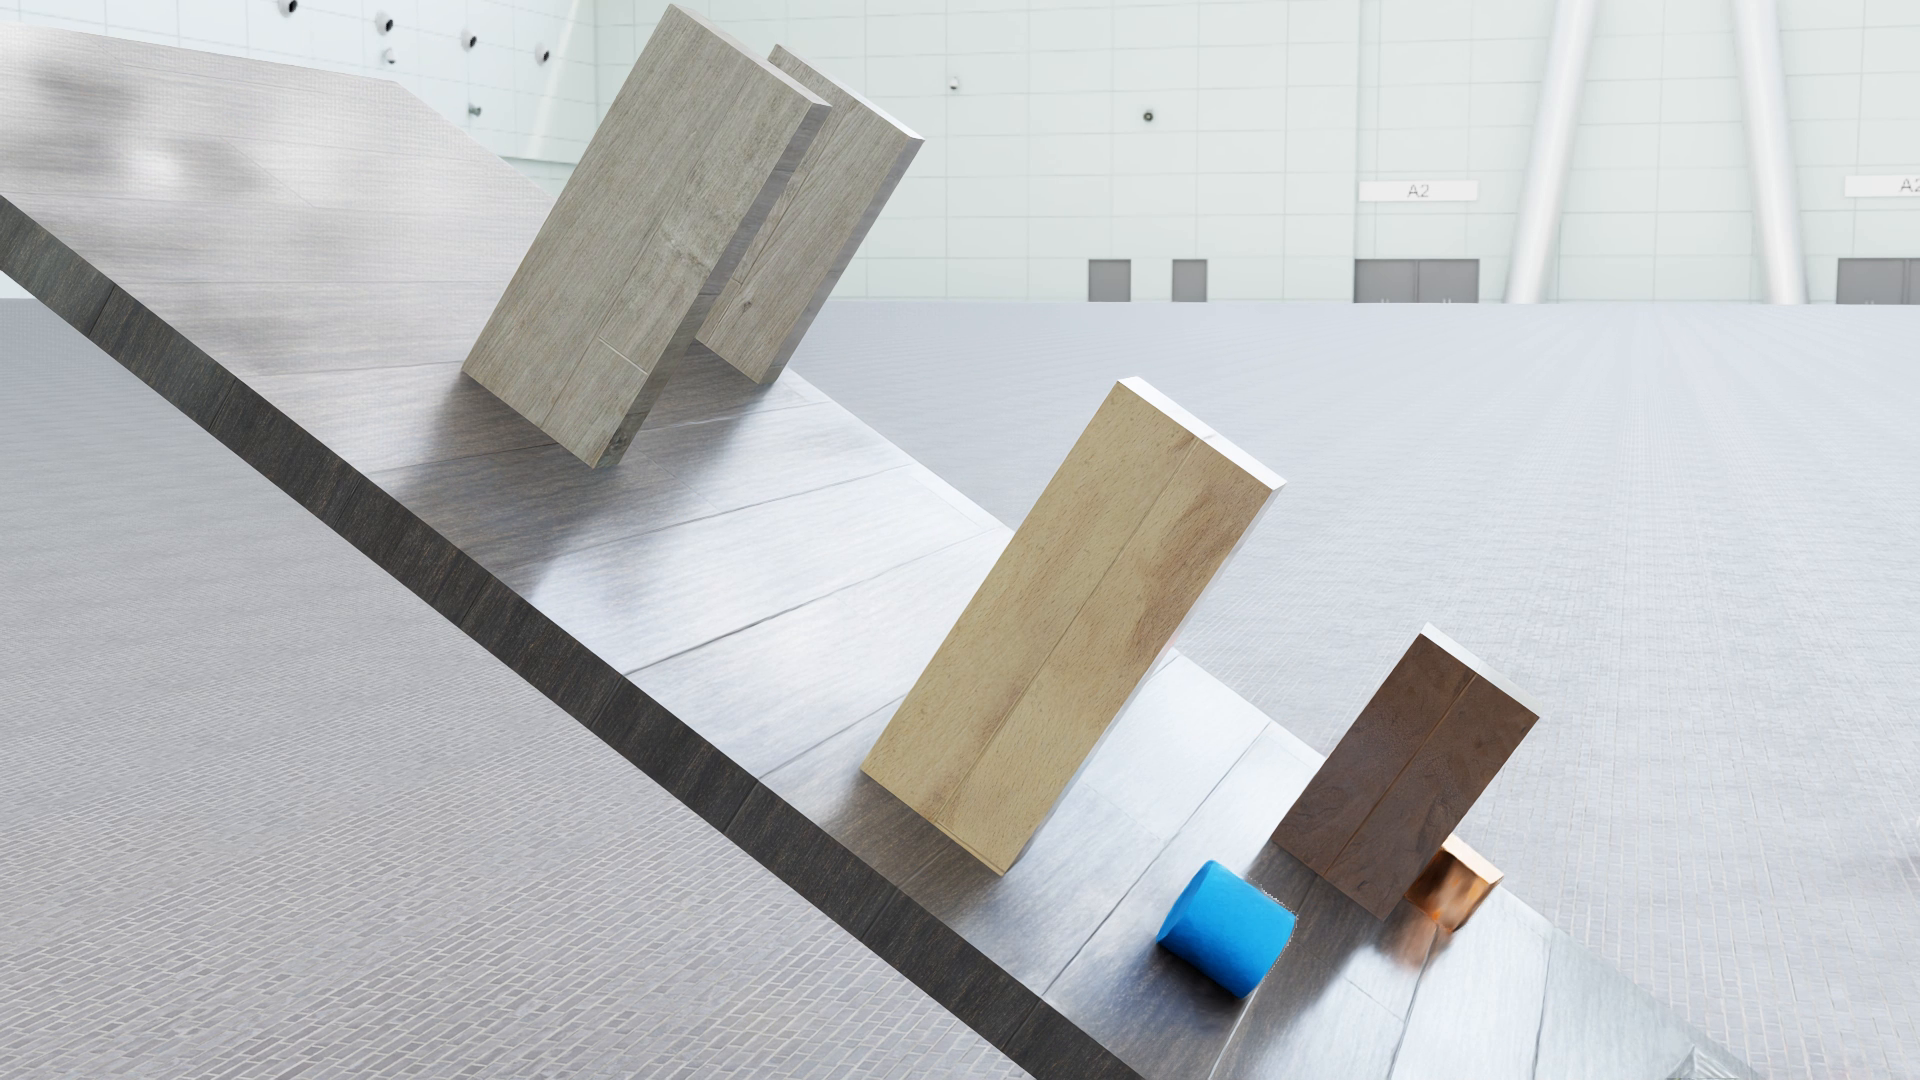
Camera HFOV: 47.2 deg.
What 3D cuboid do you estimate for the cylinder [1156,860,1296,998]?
[{"bbox_3d":[0.413,0.604,3.420,0.155,0.155,0.155,34,10,3],"label":"cylinder"}]

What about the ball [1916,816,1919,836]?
[{"bbox_3d":[3.167,0.930,7.119,0.130,0.130,0.130,0,7,0],"label":"ball"}]

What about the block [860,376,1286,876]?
[{"bbox_3d":[0.164,0.131,3.296,0.274,0.717,0.131,36,15,10],"label":"block"}]

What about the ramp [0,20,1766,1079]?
[{"bbox_3d":[-0.114,0.195,4.093,4.000,0.100,2.000,36,15,10],"label":"ramp"}]

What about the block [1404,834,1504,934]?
[{"bbox_3d":[0.977,0.683,4.374,0.130,0.130,0.130,39,16,20],"label":"block"}]

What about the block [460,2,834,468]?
[{"bbox_3d":[-0.547,-0.517,3.796,0.306,0.742,0.097,36,15,10],"label":"block"}]

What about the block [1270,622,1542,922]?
[{"bbox_3d":[0.843,0.438,4.165,0.263,0.492,0.133,36,15,10],"label":"block"}]

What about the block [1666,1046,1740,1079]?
[{"bbox_3d":[1.294,1.037,3.807,0.193,0.193,0.193,37,15,11],"label":"block"}]

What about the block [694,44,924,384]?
[{"bbox_3d":[-0.409,-0.720,4.888,0.371,0.645,0.103,36,15,10],"label":"block"}]
